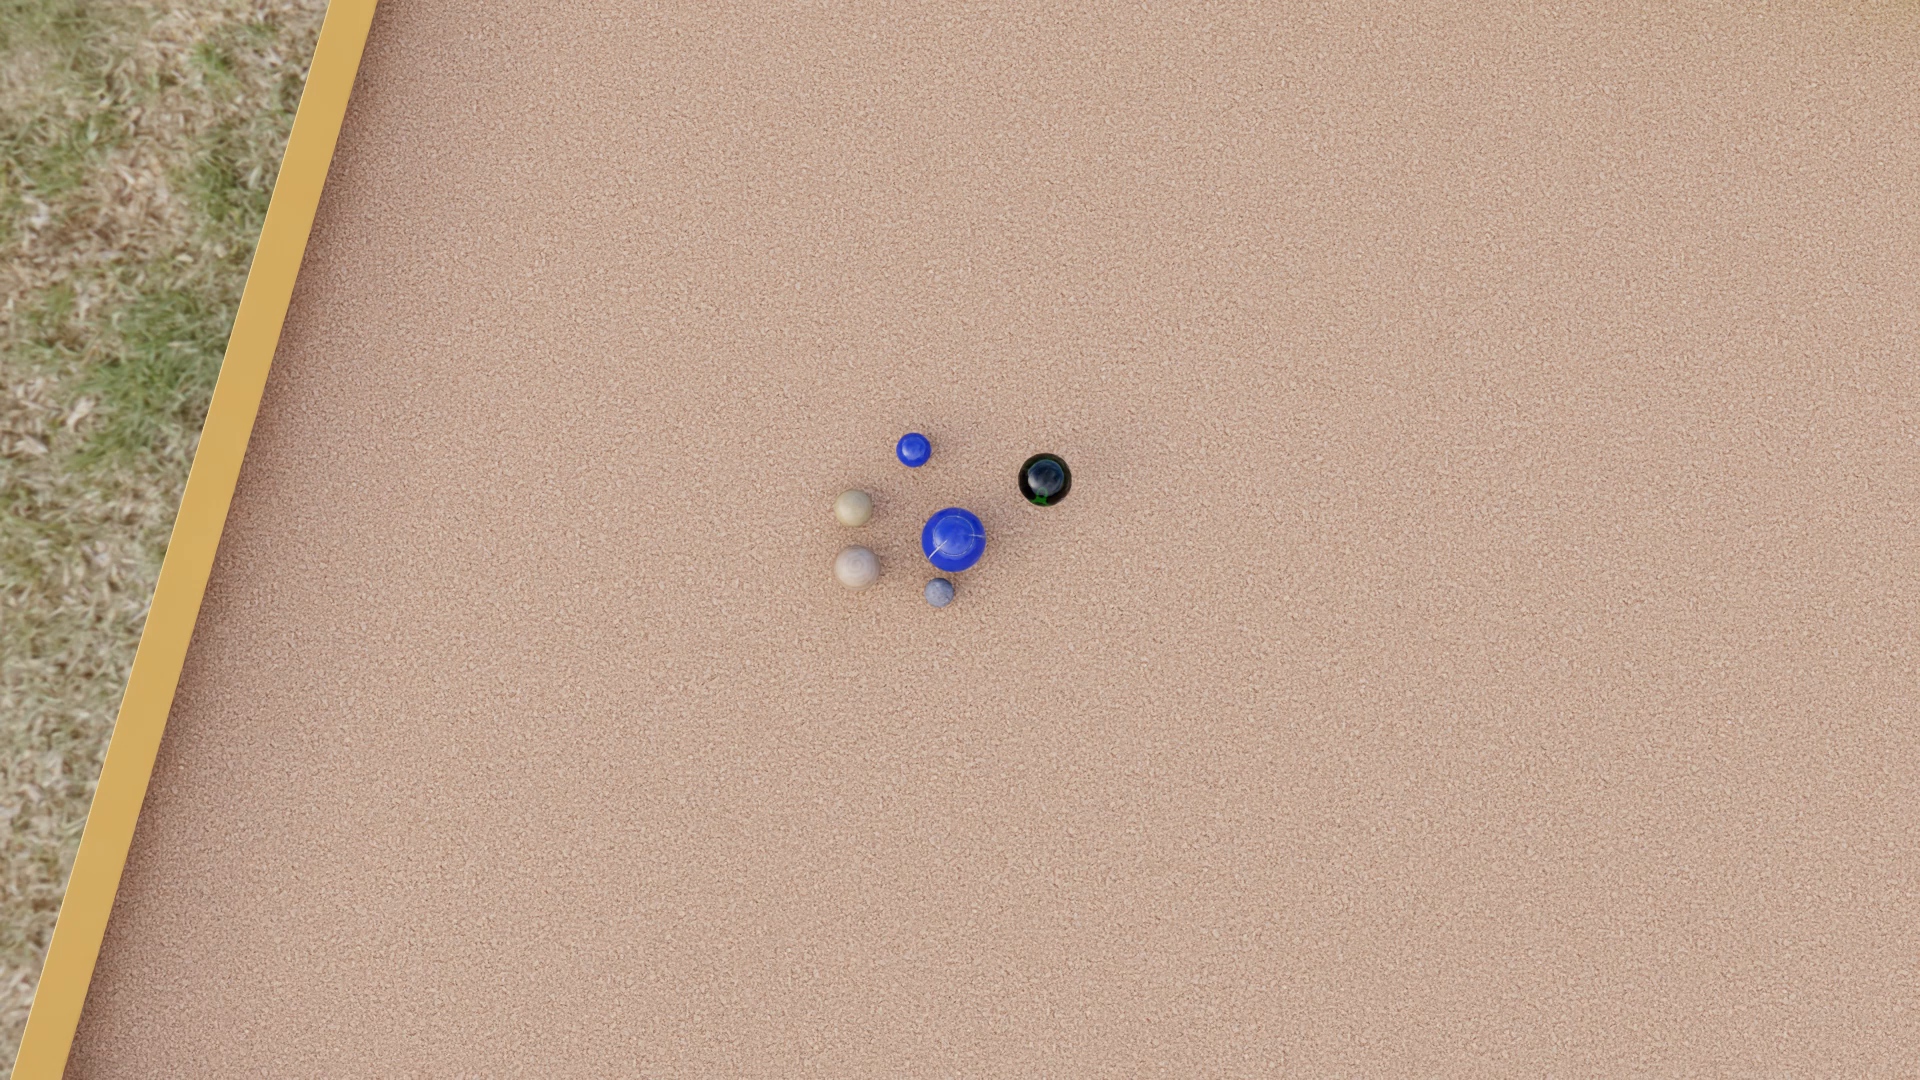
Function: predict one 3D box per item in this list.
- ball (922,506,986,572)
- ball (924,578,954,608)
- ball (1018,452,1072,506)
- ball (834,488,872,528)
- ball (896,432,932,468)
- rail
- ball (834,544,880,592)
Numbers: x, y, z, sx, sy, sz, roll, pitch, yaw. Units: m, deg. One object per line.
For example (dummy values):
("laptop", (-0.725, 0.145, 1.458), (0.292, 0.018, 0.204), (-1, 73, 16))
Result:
("ball", (-0.009, -0.001, 3.255), (0.097, 0.097, 0.097), (0, 82, 0))
("ball", (-0.031, 0.078, 3.270), (0.045, 0.045, 0.045), (0, 82, 0))
("ball", (0.127, -0.090, 3.276), (0.081, 0.081, 0.081), (0, 82, 0))
("ball", (-0.159, -0.047, 3.282), (0.058, 0.058, 0.058), (0, 82, 0))
("ball", (-0.069, -0.135, 3.297), (0.053, 0.053, 0.053), (0, 82, 0))
("rail", (-1.053, -0.256, 3.277), (0.045, 0.126, 2.459), (13, 82, 2))
("ball", (-0.153, 0.042, 3.263), (0.069, 0.069, 0.069), (0, 82, 0))
